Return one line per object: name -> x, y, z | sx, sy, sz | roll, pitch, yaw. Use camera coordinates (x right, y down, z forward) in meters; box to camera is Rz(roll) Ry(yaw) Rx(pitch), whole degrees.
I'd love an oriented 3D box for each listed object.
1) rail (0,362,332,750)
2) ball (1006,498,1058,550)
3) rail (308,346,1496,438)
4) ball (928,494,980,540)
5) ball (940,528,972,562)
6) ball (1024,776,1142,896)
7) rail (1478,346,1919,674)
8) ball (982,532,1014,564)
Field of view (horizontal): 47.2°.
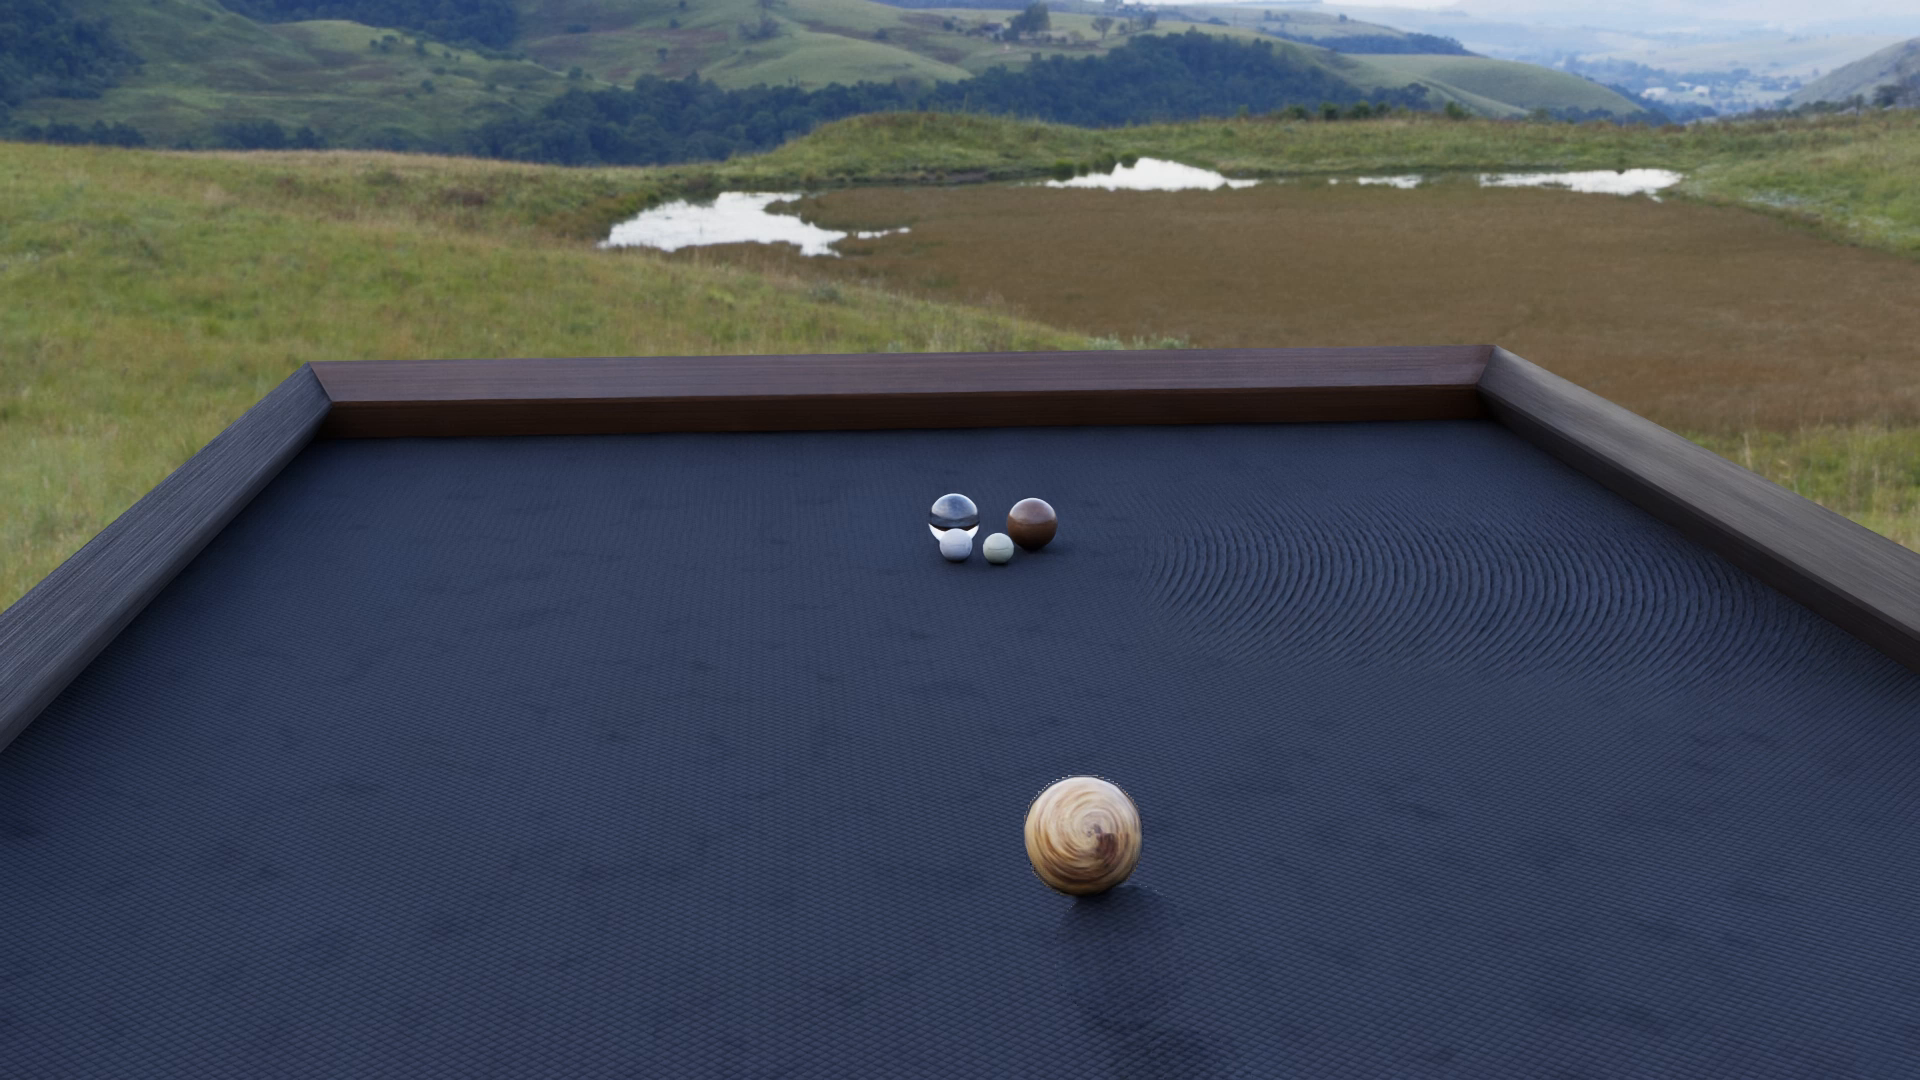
rail -> -0.909, 0.204, 1.939 | 0.045, 0.128, 3.587 | -1, 14, -5
ball -> 0.097, -0.022, 2.956 | 0.069, 0.069, 0.069 | 0, 14, 0
rail -> -0.074, -0.250, 3.730 | 2.026, 0.128, 0.045 | -1, 14, -5
ball -> -0.008, -0.028, 2.976 | 0.070, 0.070, 0.070 | 0, 14, 0
ball -> -0.005, 0.007, 2.896 | 0.044, 0.044, 0.044 | 0, 14, 0
ball -> 0.103, 0.247, 1.833 | 0.099, 0.099, 0.099 | 0, 14, 0
rail -> 1.062, 0.162, 2.103 | 0.045, 0.128, 3.587 | -1, 14, -5
ball -> 0.050, 0.011, 2.882 | 0.041, 0.041, 0.041 | 0, 14, 0
